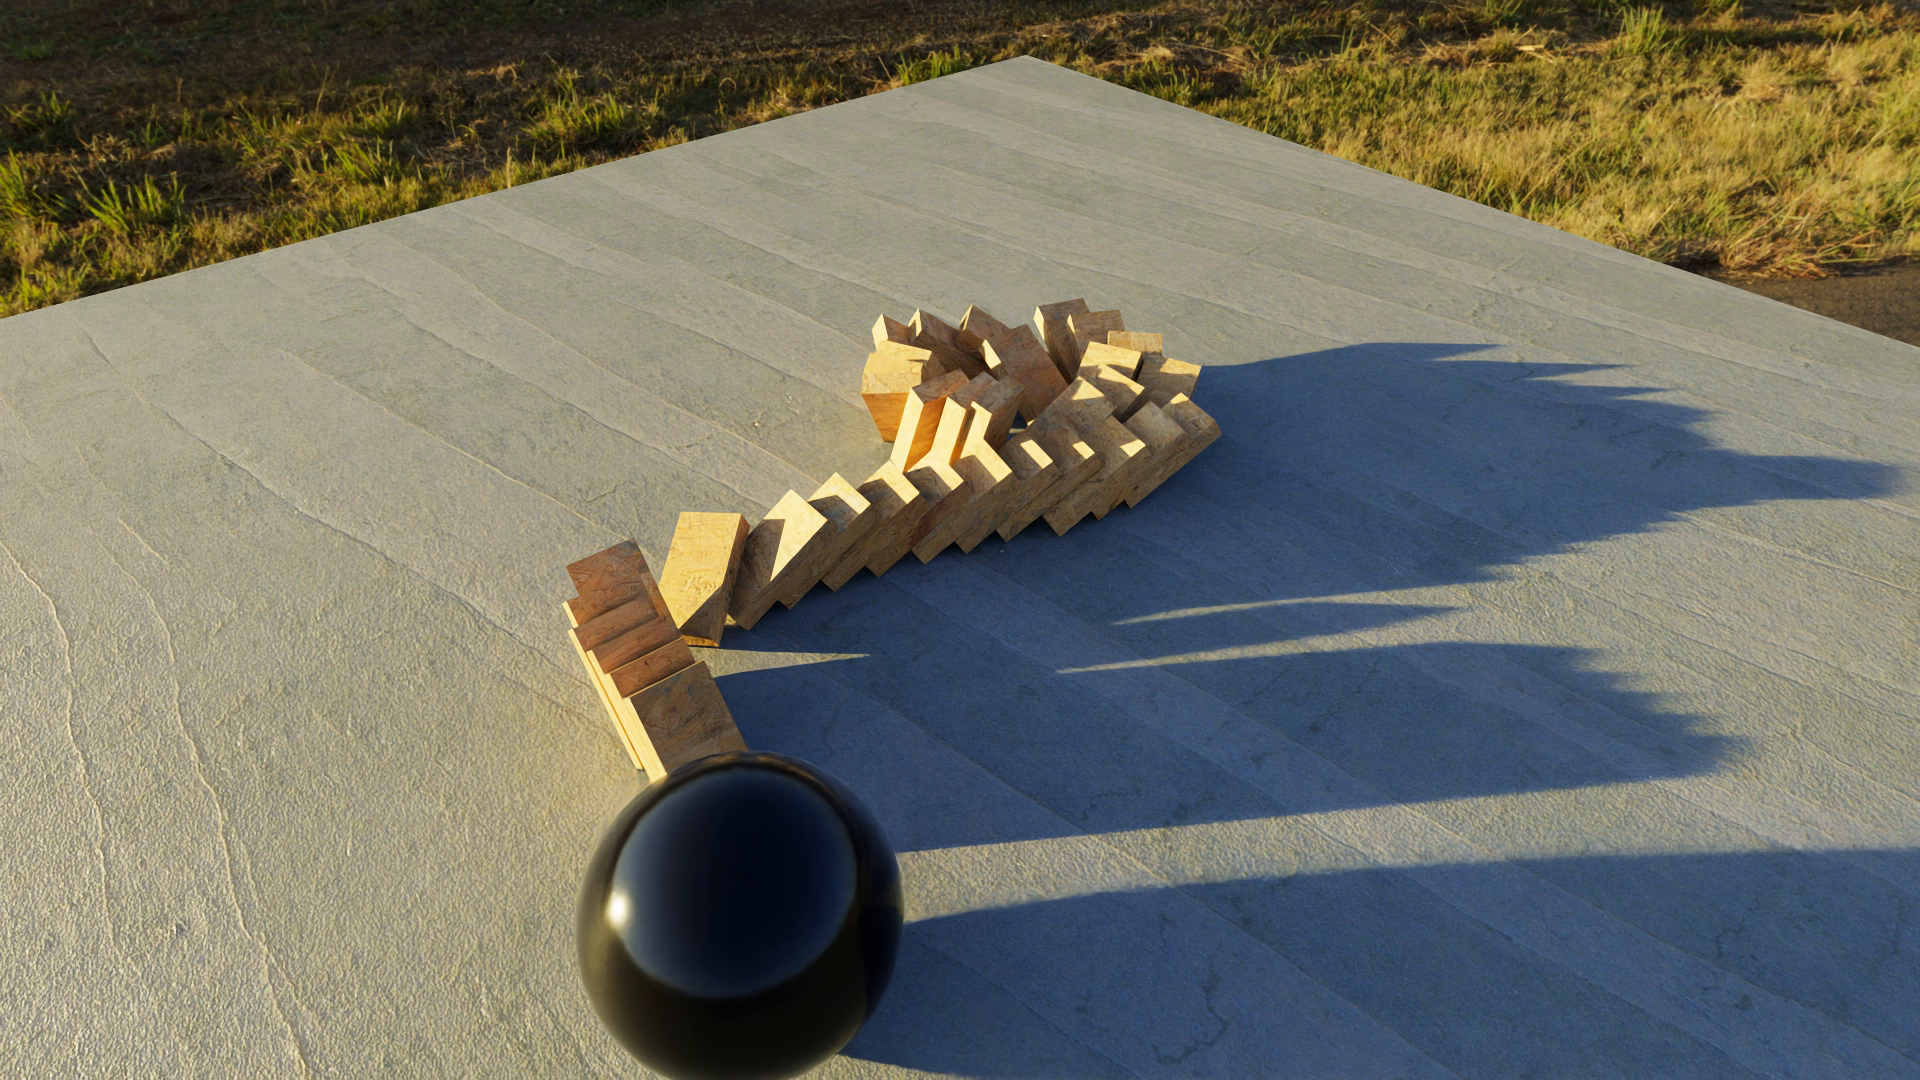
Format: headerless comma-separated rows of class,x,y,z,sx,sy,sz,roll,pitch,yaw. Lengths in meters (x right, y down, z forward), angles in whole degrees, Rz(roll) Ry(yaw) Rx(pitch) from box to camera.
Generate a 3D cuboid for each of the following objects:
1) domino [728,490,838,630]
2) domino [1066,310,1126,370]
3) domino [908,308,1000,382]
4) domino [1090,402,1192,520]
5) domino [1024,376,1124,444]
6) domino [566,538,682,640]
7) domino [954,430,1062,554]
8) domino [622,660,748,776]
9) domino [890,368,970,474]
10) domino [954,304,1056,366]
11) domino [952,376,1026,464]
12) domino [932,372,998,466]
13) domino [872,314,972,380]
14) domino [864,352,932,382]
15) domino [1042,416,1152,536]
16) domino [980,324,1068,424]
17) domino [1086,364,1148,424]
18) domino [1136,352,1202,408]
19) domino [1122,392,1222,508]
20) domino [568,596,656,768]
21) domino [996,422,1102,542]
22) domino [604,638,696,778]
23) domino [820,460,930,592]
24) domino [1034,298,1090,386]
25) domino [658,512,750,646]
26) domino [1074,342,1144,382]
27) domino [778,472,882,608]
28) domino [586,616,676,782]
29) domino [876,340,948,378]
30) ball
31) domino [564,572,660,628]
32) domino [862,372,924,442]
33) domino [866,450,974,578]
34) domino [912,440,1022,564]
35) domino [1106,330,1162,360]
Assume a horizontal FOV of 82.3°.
domino,-0.072,0.007,0.416,0.050,0.010,0.025,-48,52,-6
domino,0.069,-0.086,0.528,0.025,0.010,0.050,-7,71,-10
domino,-0.001,-0.092,0.534,0.050,0.010,0.025,25,29,-21
domino,0.070,-0.034,0.464,0.050,0.010,0.025,-40,46,2
domino,0.044,-0.045,0.477,0.050,0.010,0.025,-44,58,-3
domino,-0.116,0.027,0.387,0.025,0.010,0.050,-25,81,-18
domino,0.014,-0.020,0.448,0.050,0.010,0.025,-40,45,2
domino,-0.080,0.065,0.337,0.025,0.050,0.010,-27,4,-29
domino,-0.013,-0.050,0.473,0.025,0.050,0.010,-25,68,-27
domino,0.023,-0.092,0.537,0.050,0.009,0.025,30,38,-13
domino,0.010,-0.043,0.464,0.009,0.050,0.025,37,50,15
domino,0.000,-0.045,0.466,0.009,0.050,0.025,37,50,15
domino,-0.017,-0.089,0.531,0.050,0.010,0.025,23,29,-26
domino,-0.023,-0.068,0.498,0.025,0.050,0.009,14,79,17
domino,0.052,-0.027,0.457,0.050,0.009,0.025,-40,46,2
domino,0.033,-0.075,0.516,0.025,0.010,0.050,-27,78,-29
domino,0.057,-0.052,0.486,0.025,0.010,0.050,37,83,32
domino,0.089,-0.058,0.496,0.025,0.010,0.050,18,70,15
domino,0.084,-0.039,0.472,0.050,0.009,0.025,-39,46,0
domino,-0.105,0.046,0.360,0.025,0.050,0.010,-27,5,-29
domino,0.031,-0.024,0.454,0.050,0.010,0.025,-38,46,2
domino,-0.088,0.059,0.345,0.025,0.050,0.010,-27,4,-29
domino,-0.038,-0.006,0.431,0.050,0.010,0.025,-42,48,0
domino,0.058,-0.096,0.545,0.025,0.009,0.050,-14,65,-16
domino,-0.097,0.014,0.409,0.025,0.010,0.050,2,62,14
domino,0.063,-0.064,0.501,0.025,0.009,0.050,17,75,23
domino,-0.057,0.000,0.424,0.050,0.009,0.025,-46,51,-4
domino,-0.096,0.052,0.353,0.025,0.050,0.009,-27,5,-29
domino,-0.019,-0.076,0.508,0.025,0.050,0.010,16,81,18
ball,-0.054,0.093,0.274,0.080,0.080,0.080,0,39,0
domino,-0.110,0.039,0.369,0.025,0.050,0.009,-26,4,-28
domino,-0.026,-0.058,0.483,0.025,0.050,0.010,0,72,8
domino,-0.021,-0.011,0.438,0.050,0.009,0.025,-41,47,1
domino,-0.002,-0.016,0.442,0.050,0.010,0.025,-39,45,2
domino,0.081,-0.073,0.513,0.025,0.009,0.050,4,69,2
